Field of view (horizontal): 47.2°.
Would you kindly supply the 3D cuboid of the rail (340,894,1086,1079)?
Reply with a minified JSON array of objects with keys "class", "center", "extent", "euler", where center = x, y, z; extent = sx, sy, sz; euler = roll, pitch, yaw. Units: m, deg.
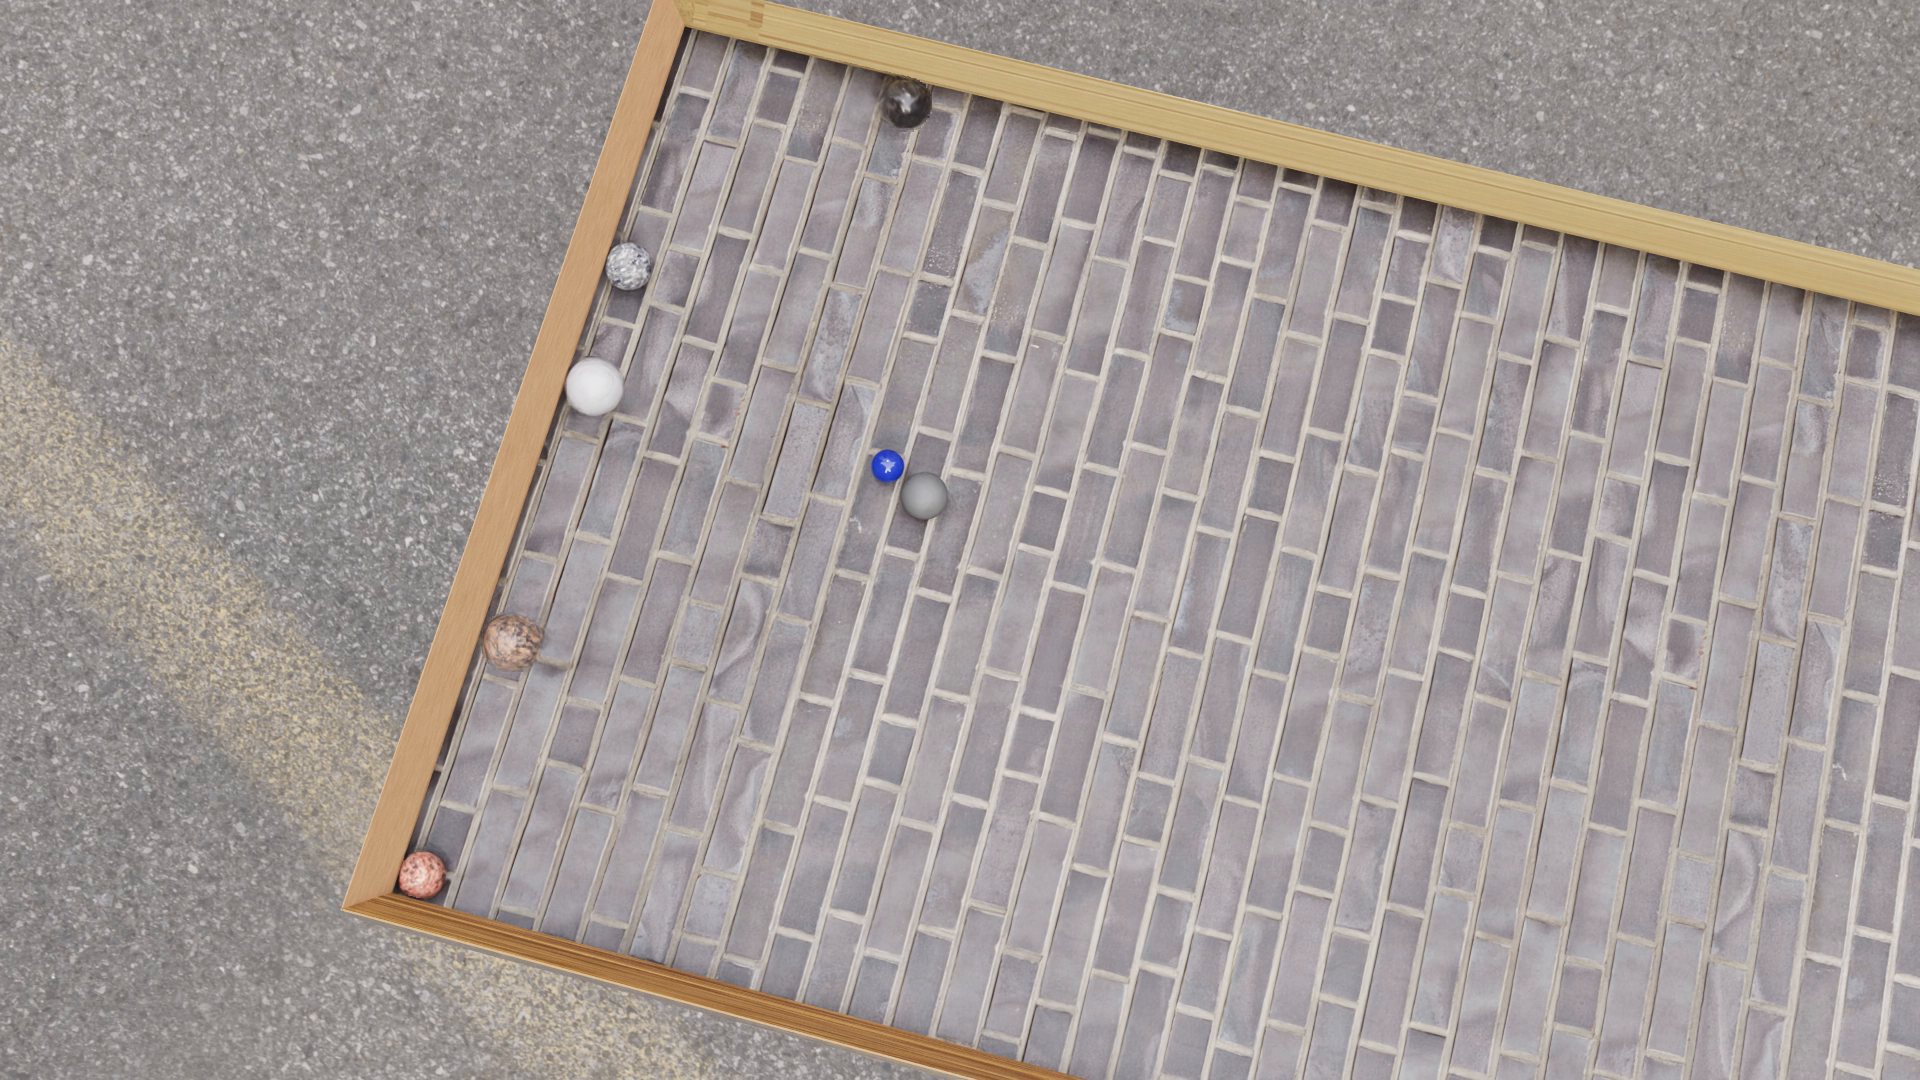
[{"class":"rail","center":[0.492,0.866,3.091],"extent":[2.833,0.118,0.045],"euler":[14,73,4]}]

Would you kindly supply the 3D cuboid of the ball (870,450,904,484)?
[{"class":"ball","center":[-0.113,-0.115,3.431],"extent":[0.053,0.053,0.053],"euler":[0,73,0]}]

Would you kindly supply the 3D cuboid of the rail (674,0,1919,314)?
[{"class":"rail","center":[0.878,-0.536,3.526],"extent":[2.833,0.118,0.045],"euler":[14,73,4]}]

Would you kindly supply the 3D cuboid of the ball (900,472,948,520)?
[{"class":"ball","center":[-0.055,-0.068,3.405],"extent":[0.074,0.074,0.074],"euler":[0,73,0]}]

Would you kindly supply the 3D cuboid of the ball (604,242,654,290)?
[{"class":"ball","center":[-0.530,-0.438,3.519],"extent":[0.076,0.076,0.076],"euler":[0,73,0]}]

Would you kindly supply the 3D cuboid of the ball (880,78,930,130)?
[{"class":"ball","center":[-0.089,-0.713,3.601],"extent":[0.083,0.083,0.083],"euler":[0,73,0]}]

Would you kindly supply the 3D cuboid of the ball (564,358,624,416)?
[{"class":"ball","center":[-0.574,-0.240,3.449],"extent":[0.091,0.091,0.091],"euler":[0,73,0]}]

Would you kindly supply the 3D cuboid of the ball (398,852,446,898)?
[{"class":"ball","center":[-0.792,0.493,3.234],"extent":[0.069,0.069,0.069],"euler":[0,73,0]}]

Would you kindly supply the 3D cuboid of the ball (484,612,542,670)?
[{"class":"ball","center":[-0.677,0.154,3.329],"extent":[0.087,0.087,0.087],"euler":[0,73,0]}]

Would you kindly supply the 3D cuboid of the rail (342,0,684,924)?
[{"class":"rail","center":[-0.662,-0.173,3.413],"extent":[0.045,0.118,1.566],"euler":[14,73,4]}]
